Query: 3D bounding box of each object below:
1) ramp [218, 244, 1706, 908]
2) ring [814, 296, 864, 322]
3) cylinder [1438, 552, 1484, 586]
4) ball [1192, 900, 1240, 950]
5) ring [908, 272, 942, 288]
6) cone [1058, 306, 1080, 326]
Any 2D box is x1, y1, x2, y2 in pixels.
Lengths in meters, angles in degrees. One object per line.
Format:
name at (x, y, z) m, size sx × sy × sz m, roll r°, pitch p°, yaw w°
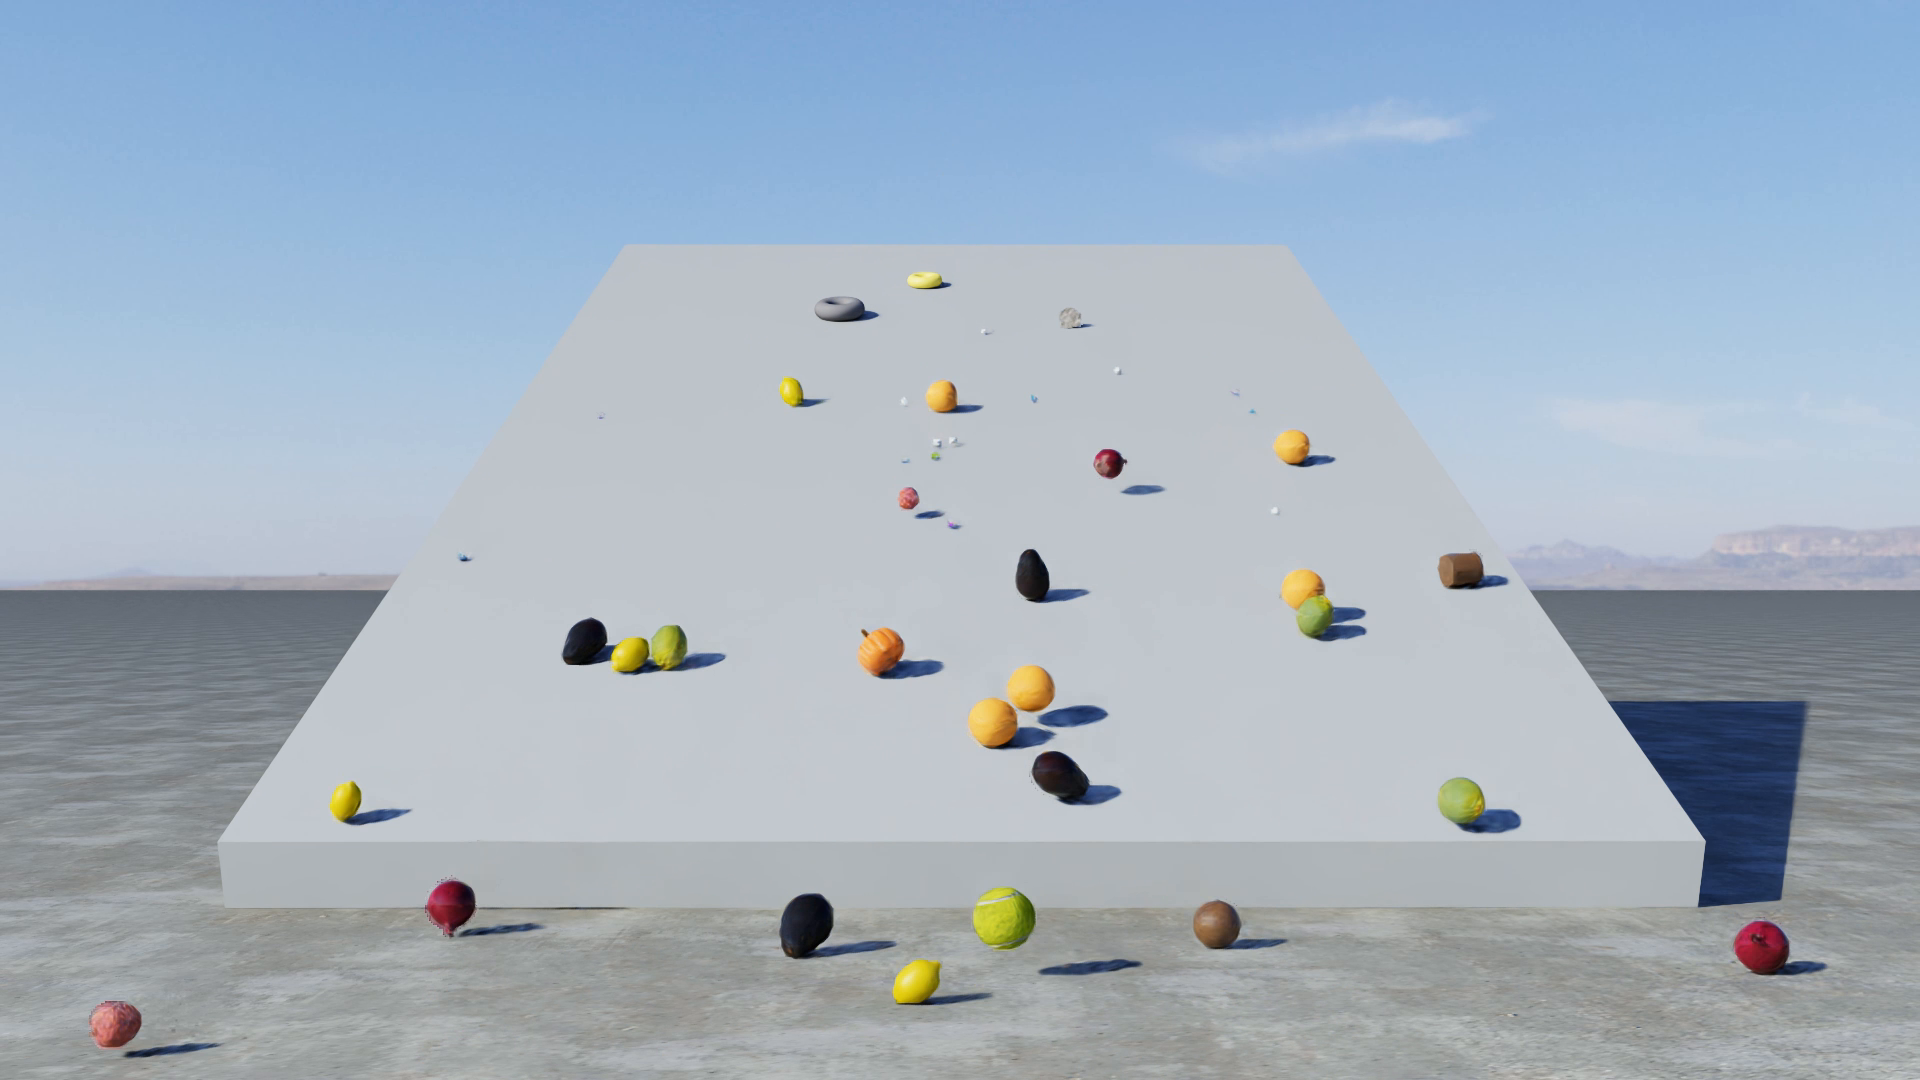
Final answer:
ramp at (-0.004, -0.197, 4.933) m, size 2.000 × 0.100 × 4.000 m, roll 0°, pitch 19°, yaw 0°
ring at (-0.316, -0.606, 5.902) m, size 0.133 × 0.044 × 0.133 m, roll -1°, pitch 20°, yaw 0°
cylinder at (0.882, 0.052, 3.965) m, size 0.057 × 0.057 × 0.057 m, roll -5°, pitch 0°, yaw -16°
ball at (0.310, 0.464, 2.718) m, size 0.058 × 0.058 × 0.058 m, roll 0°, pitch -1°, yaw 0°
ring at (-0.098, -0.722, 6.258) m, size 0.098 × 0.033 × 0.098 m, roll -1°, pitch 18°, yaw 0°
cone at (0.287, -0.567, 5.819) m, size 0.057 × 0.057 × 0.057 m, roll 0°, pitch -27°, yaw 17°
